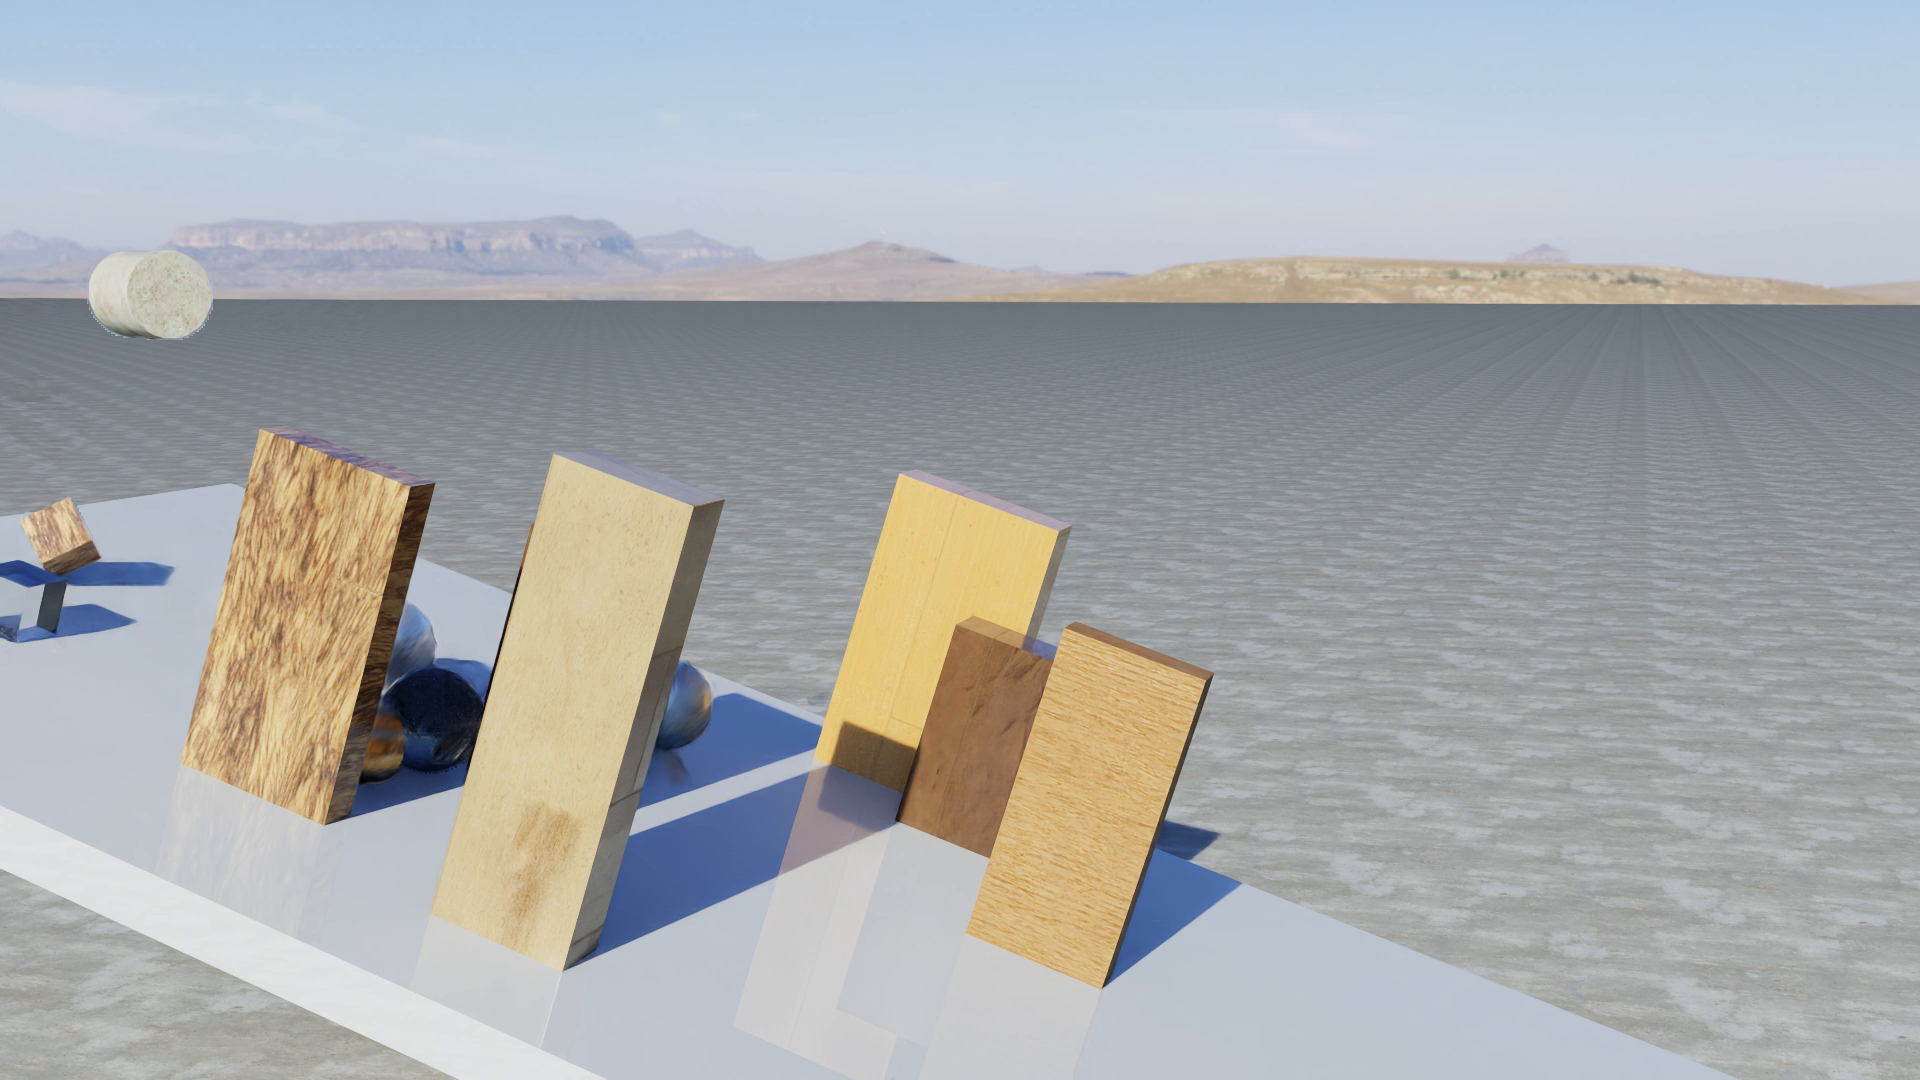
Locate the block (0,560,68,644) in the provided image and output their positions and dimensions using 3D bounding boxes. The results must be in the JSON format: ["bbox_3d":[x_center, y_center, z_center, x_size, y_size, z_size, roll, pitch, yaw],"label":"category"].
[{"bbox_3d":[-1.813,0.118,4.231,0.114,0.114,0.114,20,12,13],"label":"block"}]

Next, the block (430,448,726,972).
[{"bbox_3d":[-0.619,0.273,3.539,0.249,0.797,0.121,20,12,14],"label":"block"}]

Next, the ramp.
[{"bbox_3d":[-0.360,0.683,4.228,4.000,0.100,2.000,20,12,14],"label":"ramp"}]

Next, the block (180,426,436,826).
[{"bbox_3d":[-1.133,0.148,3.811,0.301,0.622,0.081,20,12,14],"label":"block"}]

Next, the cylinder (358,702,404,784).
[{"bbox_3d":[-1.113,0.369,3.976,0.150,0.150,0.150,4,3,33],"label":"cylinder"}]

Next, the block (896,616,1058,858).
[{"bbox_3d":[0.066,0.425,4.675,0.266,0.451,0.129,20,12,14],"label":"block"}]

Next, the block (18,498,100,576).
[{"bbox_3d":[-1.858,-0.001,4.541,0.107,0.107,0.107,-28,-13,-20],"label":"block"}]

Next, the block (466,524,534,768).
[{"bbox_3d":[-0.735,0.249,4.205,0.290,0.505,0.092,20,12,14],"label":"block"}]

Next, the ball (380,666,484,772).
[{"bbox_3d":[-1.001,0.339,4.163,0.198,0.198,0.198,0,7,0],"label":"ball"}]

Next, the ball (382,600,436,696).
[{"bbox_3d":[-1.171,0.216,4.474,0.205,0.205,0.205,0,7,0],"label":"ball"}]

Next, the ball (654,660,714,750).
[{"bbox_3d":[-0.621,0.349,4.678,0.192,0.192,0.192,0,7,0],"label":"ball"}]

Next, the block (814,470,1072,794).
[{"bbox_3d":[-0.041,0.228,4.874,0.377,0.676,0.119,20,12,14],"label":"block"}]

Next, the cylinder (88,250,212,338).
[{"bbox_3d":[-1.631,-0.496,4.429,0.175,0.175,0.175,8,10,44],"label":"cylinder"}]

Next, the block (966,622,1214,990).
[{"bbox_3d":[0.242,0.499,4.141,0.280,0.629,0.084,20,12,14],"label":"block"}]

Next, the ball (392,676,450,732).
[{"bbox_3d":[-1.068,0.324,4.351,0.113,0.113,0.113,0,7,0],"label":"ball"}]
